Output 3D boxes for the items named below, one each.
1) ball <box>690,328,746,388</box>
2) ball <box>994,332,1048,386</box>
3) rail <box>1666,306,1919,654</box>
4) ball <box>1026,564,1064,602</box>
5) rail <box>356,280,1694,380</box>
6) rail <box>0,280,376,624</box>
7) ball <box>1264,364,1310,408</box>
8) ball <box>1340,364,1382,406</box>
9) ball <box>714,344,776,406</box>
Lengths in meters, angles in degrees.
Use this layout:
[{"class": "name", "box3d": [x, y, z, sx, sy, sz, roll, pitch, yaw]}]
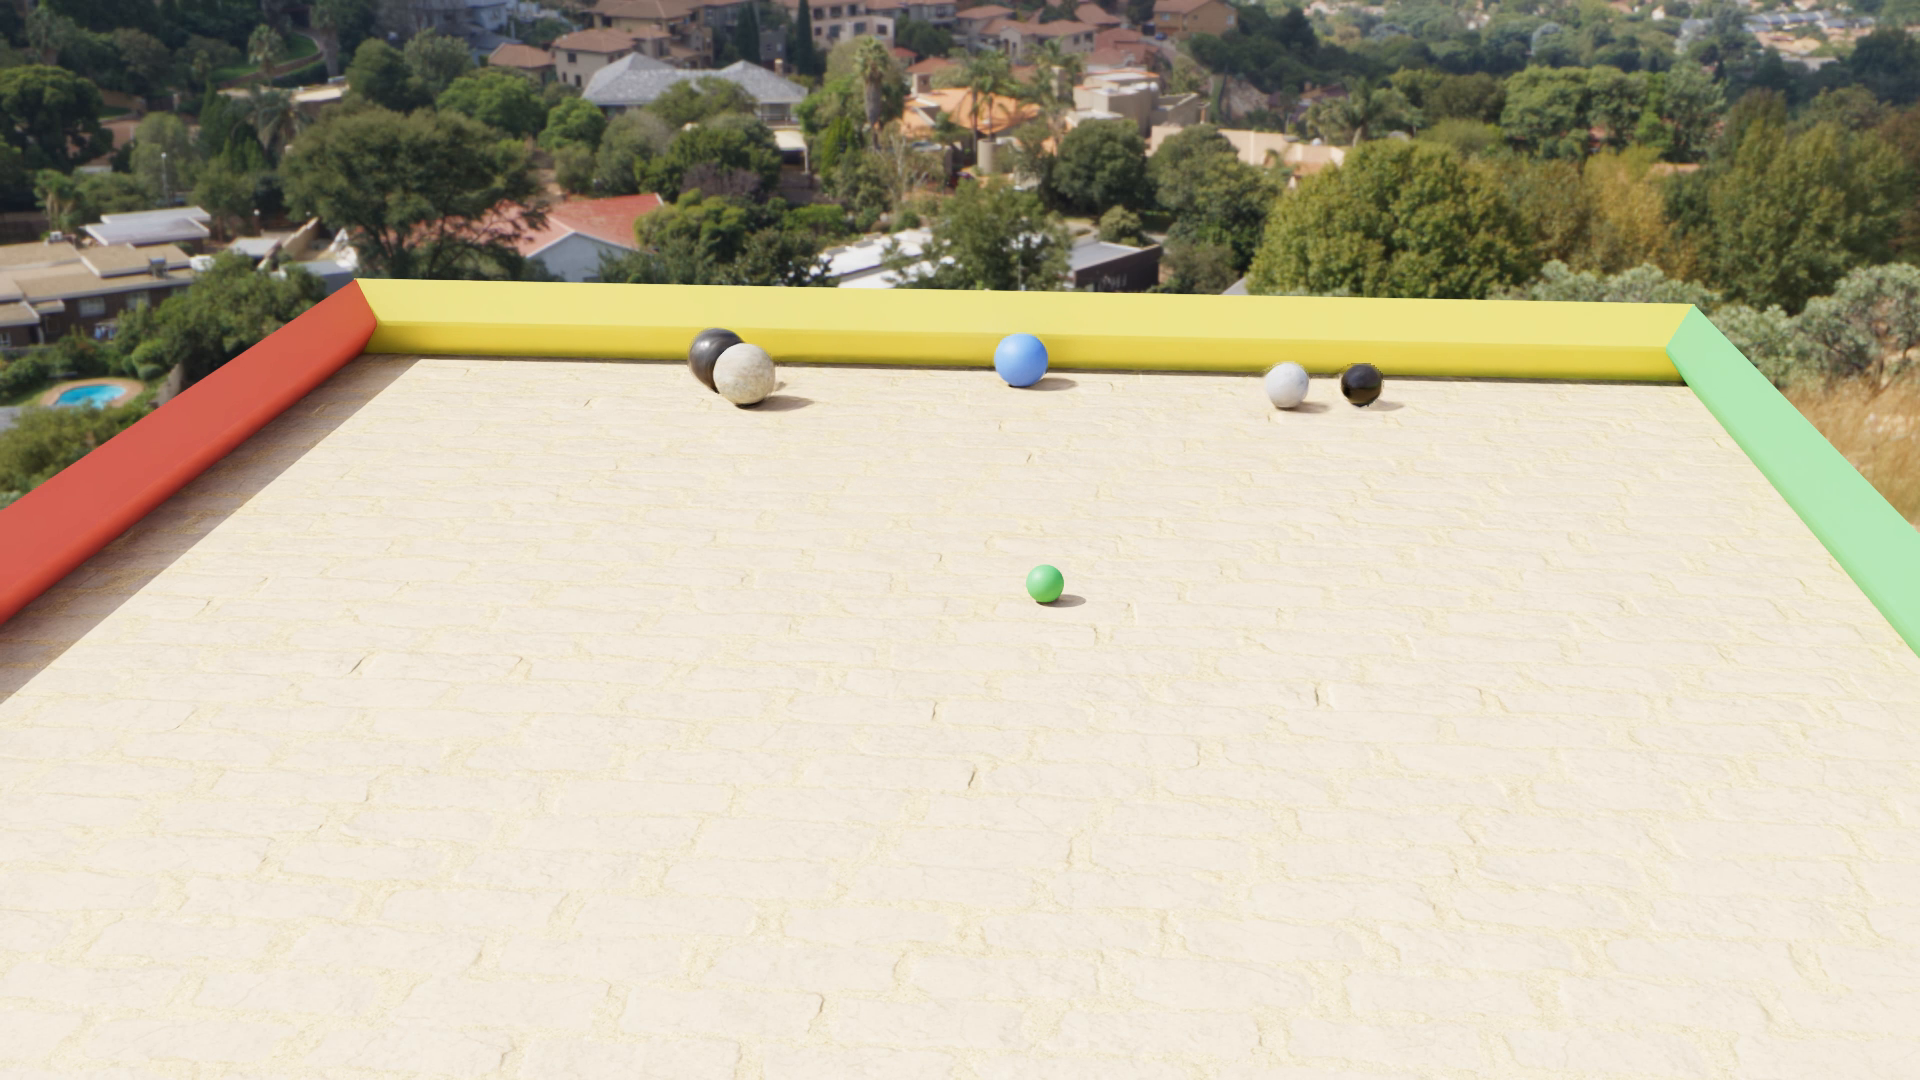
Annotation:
[{"class": "ball", "box3d": [-0.363, -0.274, 3.316, 0.091, 0.091, 0.091, 0, 20, 0]}, {"class": "ball", "box3d": [0.092, -0.274, 3.329, 0.081, 0.081, 0.081, 0, 20, 0]}, {"class": "rail", "box3d": [0.936, 0.309, 1.636, 0.045, 0.119, 3.649, 2, 20, 4]}, {"class": "ball", "box3d": [0.096, 0.049, 2.480, 0.043, 0.043, 0.043, 0, 20, 0]}, {"class": "rail", "box3d": [0.074, -0.322, 3.406, 2.078, 0.119, 0.045, 2, 20, 4]}, {"class": "rail", "box3d": [-1.088, 0.252, 1.795, 0.045, 0.119, 3.649, 2, 20, 4]}, {"class": "ball", "box3d": [0.478, -0.225, 3.217, 0.066, 0.066, 0.066, 0, 20, 0]}, {"class": "ball", "box3d": [0.589, -0.227, 3.227, 0.062, 0.062, 0.062, 0, 20, 0]}, {"class": "ball", "box3d": [-0.317, -0.243, 3.231, 0.090, 0.090, 0.090, 0, 20, 0]}]
